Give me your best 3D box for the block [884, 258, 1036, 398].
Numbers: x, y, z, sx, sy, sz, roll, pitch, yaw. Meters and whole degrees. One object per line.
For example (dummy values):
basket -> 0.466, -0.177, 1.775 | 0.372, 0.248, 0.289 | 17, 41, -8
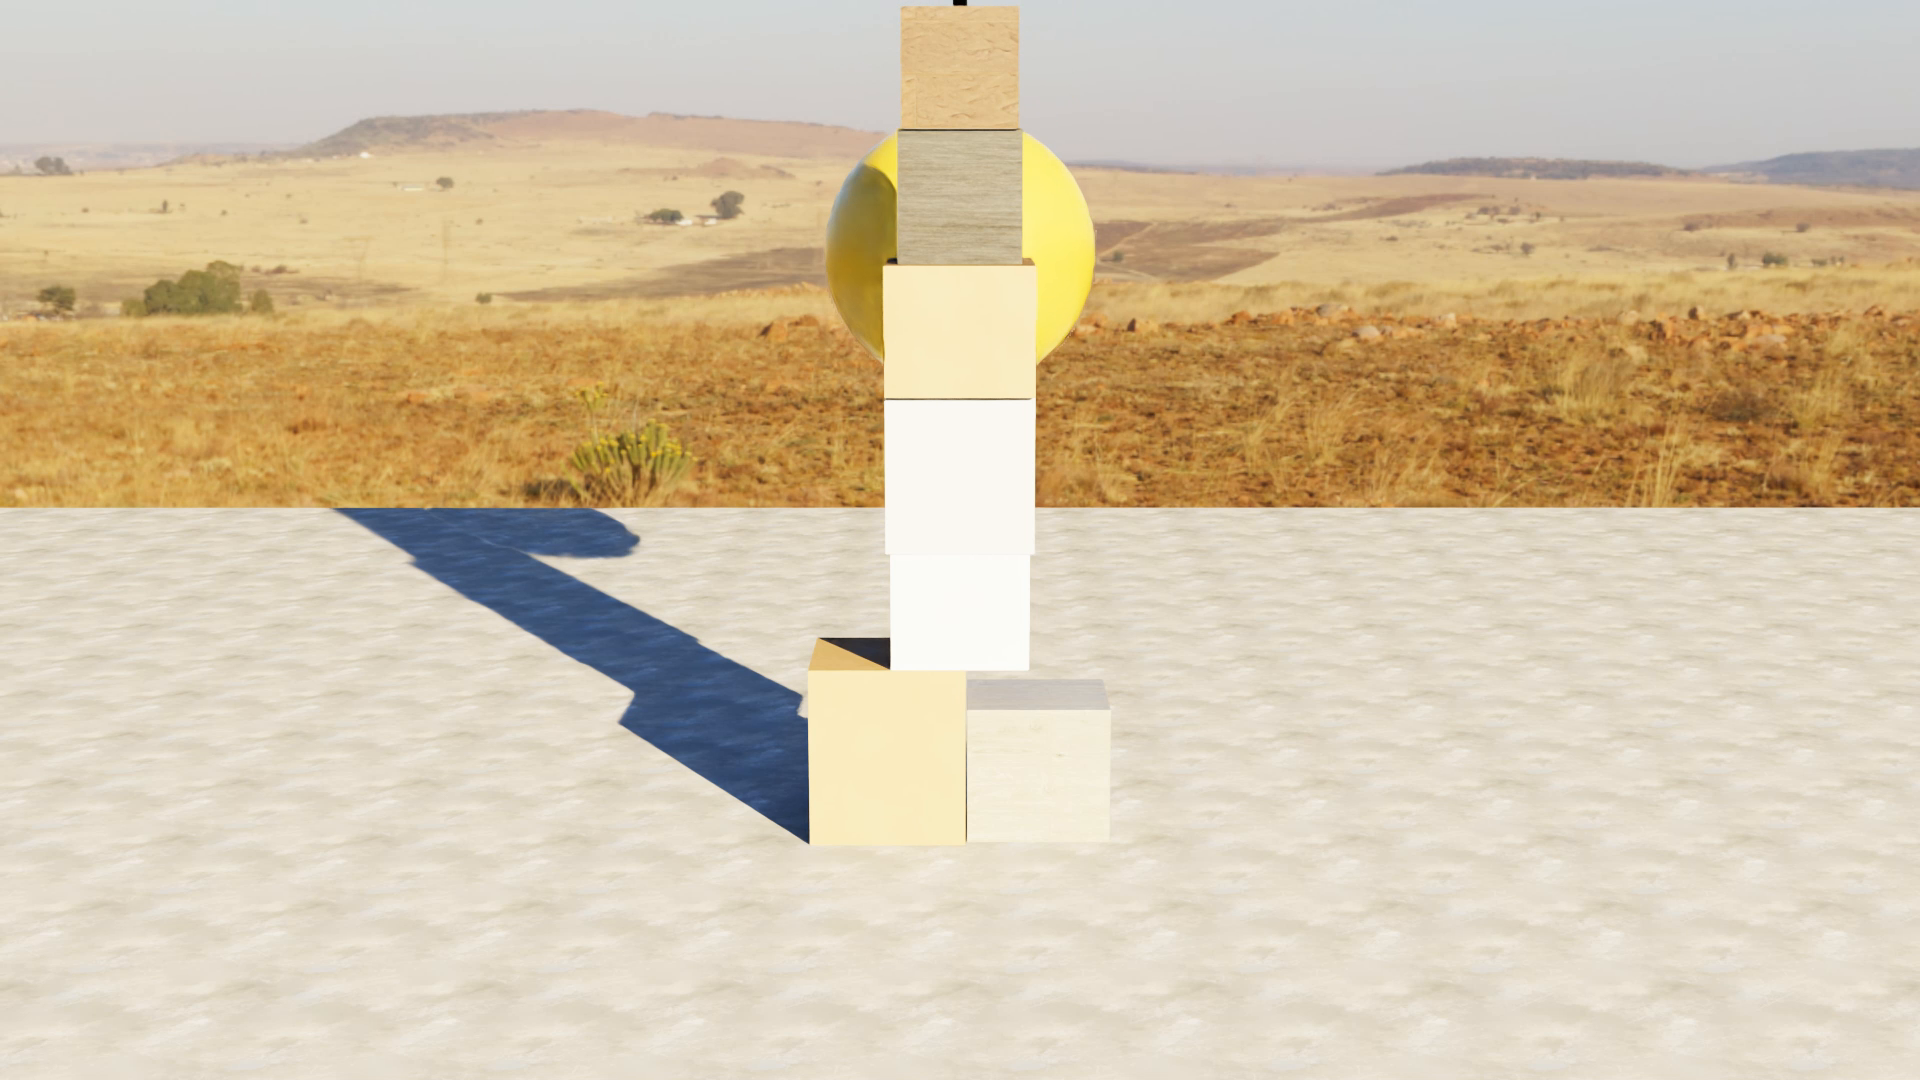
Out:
block -> 0.000, -1.070, 10.969 | 0.731, 0.634, 0.792 | 0, 10, 0

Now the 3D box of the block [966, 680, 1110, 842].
block -> 0.397, 1.134, 11.400 | 0.720, 0.689, 0.642 | 0, 10, 0

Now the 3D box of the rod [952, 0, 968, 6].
rod -> 0.000, -4.623, 11.253 | 0.080, 5.200, 0.080 | 0, 31, 0

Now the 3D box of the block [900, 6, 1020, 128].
block -> 0.000, -2.305, 10.780 | 0.563, 0.572, 0.631 | 0, 10, 0

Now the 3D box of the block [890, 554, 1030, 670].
block -> 0.000, 0.300, 11.215 | 0.687, 0.591, 0.649 | 0, 10, 0

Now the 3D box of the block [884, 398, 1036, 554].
block -> 0.000, -0.379, 11.119 | 0.733, 0.779, 0.735 | 0, 10, 0

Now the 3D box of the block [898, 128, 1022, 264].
block -> 0.000, -1.702, 10.870 | 0.604, 0.645, 0.536 | 0, 10, 0

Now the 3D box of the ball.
ball -> 0.000, -1.694, 12.981 | 1.600, 1.600, 1.600 | 0, 10, 0

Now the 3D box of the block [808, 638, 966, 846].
block -> -0.365, 1.028, 11.383 | 0.783, 0.904, 0.748 | 0, 10, 0
